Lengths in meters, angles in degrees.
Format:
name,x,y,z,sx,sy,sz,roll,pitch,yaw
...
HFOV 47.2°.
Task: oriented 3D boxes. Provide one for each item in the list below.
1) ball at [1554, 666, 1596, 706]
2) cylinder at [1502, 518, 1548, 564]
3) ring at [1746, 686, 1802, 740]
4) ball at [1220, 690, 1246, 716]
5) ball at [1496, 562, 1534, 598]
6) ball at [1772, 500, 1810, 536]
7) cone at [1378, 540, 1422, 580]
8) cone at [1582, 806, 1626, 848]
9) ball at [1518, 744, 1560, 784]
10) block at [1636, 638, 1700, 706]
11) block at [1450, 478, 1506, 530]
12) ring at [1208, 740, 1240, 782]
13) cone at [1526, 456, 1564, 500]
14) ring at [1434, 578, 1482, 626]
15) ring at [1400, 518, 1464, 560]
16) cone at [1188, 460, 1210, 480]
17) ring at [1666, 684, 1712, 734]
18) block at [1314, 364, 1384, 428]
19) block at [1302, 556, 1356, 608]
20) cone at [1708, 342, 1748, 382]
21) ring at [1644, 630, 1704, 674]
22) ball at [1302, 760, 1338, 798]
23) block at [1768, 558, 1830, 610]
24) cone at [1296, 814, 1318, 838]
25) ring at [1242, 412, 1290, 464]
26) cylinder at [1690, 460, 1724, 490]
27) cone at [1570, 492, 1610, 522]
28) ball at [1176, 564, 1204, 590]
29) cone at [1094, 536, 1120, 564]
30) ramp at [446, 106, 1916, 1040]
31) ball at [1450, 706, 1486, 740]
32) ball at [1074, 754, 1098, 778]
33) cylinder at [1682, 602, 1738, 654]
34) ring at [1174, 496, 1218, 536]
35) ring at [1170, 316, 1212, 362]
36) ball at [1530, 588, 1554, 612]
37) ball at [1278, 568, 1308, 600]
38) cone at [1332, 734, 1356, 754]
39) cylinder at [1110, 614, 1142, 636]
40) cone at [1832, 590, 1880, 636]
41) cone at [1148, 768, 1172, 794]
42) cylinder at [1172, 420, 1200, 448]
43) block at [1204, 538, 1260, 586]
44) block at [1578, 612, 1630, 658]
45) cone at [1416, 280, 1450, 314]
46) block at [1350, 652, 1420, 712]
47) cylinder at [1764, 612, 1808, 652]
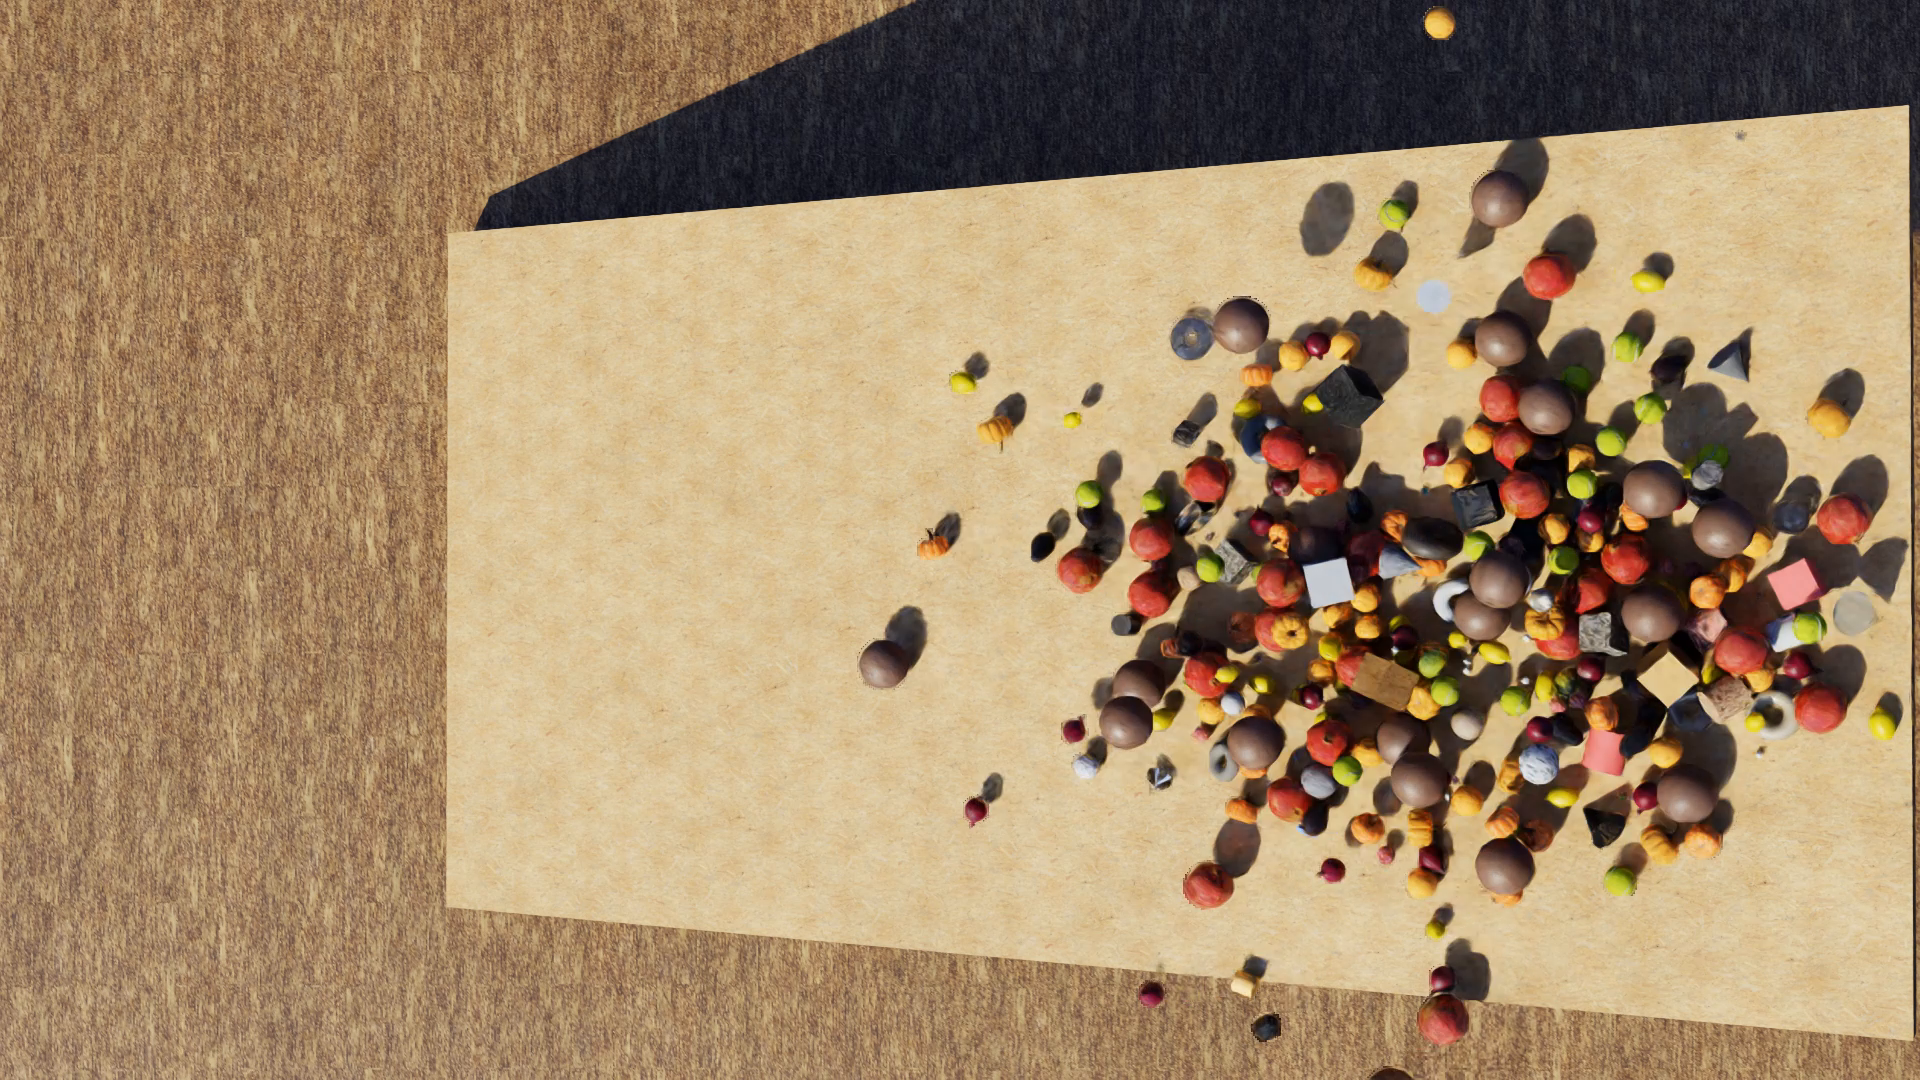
name,x,y,z,sx,sy,sz,roll,pitch,yaw
ball,1.391,0.330,4.978,0.091,0.091,0.091,0,89,0
cylinder,1.294,0.002,5.031,0.080,0.080,0.080,20,109,0
ring,1.780,0.379,4.806,0.120,0.040,0.120,0,90,31
ball,0.660,0.394,5.313,0.060,0.060,0.060,0,89,0
ball,1.273,0.092,5.046,0.082,0.082,0.082,0,89,0
ball,1.806,-0.049,4.775,0.078,0.078,0.078,0,89,0
cone,1.034,0.056,5.102,0.092,0.092,0.092,15,89,35
cone,1.438,0.631,4.978,0.093,0.093,0.093,-16,127,-22
ball,1.267,0.490,4.811,0.088,0.088,0.088,0,89,0
block,1.553,0.290,4.829,0.092,0.092,0.092,42,113,-2
block,1.186,-0.081,5.034,0.087,0.087,0.087,-16,93,28
ring,0.646,0.541,5.374,0.034,0.101,0.101,1,89,-34
cone,1.346,-0.121,4.979,0.098,0.098,0.098,-9,130,-11
ring,1.159,0.144,5.122,0.112,0.037,0.112,6,103,24
ring,1.098,-0.004,5.109,0.148,0.148,0.049,3,121,0
cone,0.589,-0.165,5.413,0.053,0.053,0.053,-2,78,10
ring,1.623,0.375,4.885,0.108,0.036,0.108,-4,83,31
block,0.915,-0.338,5.168,0.097,0.097,0.097,-47,51,31
block,0.859,0.098,5.126,0.099,0.099,0.099,-13,90,8
cone,1.711,-0.377,4.850,0.083,0.083,0.083,44,90,-7
ring,1.590,0.265,4.903,0.131,0.044,0.131,0,91,28
ball,0.853,0.567,5.209,0.088,0.088,0.088,0,89,0
block,1.815,0.096,4.761,0.085,0.085,0.085,-29,76,29
cone,0.845,0.681,5.293,0.054,0.054,0.054,27,71,0
ring,0.743,-0.247,5.345,0.126,0.042,0.126,1,92,27
cylinder,1.625,-0.142,4.786,0.054,0.054,0.054,0,79,-2
cone,1.439,-0.059,4.988,0.078,0.078,0.078,24,89,-2
ball,0.568,0.090,5.418,0.067,0.067,0.067,0,89,0
cone,0.353,0.026,5.526,0.072,0.072,0.072,0,89,27
ramp,0.278,0.079,5.661,4.000,0.100,2.000,0,89,27
ball,1.164,0.419,5.039,0.078,0.078,0.078,0,89,0
ball,0.319,0.570,5.543,0.063,0.063,0.063,0,89,0
cylinder,1.653,0.193,4.847,0.085,0.085,0.085,-34,89,23
ring,0.578,-0.059,5.381,0.126,0.126,0.042,-40,68,0
ring,0.573,-0.498,5.438,0.112,0.037,0.112,0,89,27
ball,1.283,0.132,4.848,0.054,0.054,0.054,0,89,0
ball,0.802,0.105,5.291,0.077,0.077,0.077,0,89,0
cone,0.908,0.489,5.230,0.051,0.051,0.051,-16,89,29
cylinder,0.414,0.212,5.476,0.057,0.057,0.057,-1,87,31
cone,1.926,0.164,4.670,0.097,0.097,0.097,14,89,-31
cone,0.483,0.614,5.476,0.067,0.067,0.067,27,132,0
cylinder,0.555,-0.259,5.401,0.055,0.055,0.055,1,76,-5
block,0.662,0.055,5.358,0.082,0.082,0.082,48,110,23
block,1.438,0.212,4.908,0.079,0.079,0.079,18,71,-39
cone,1.079,-0.554,5.044,0.078,0.078,0.078,0,89,1
block,0.986,0.330,5.105,0.096,0.096,0.096,24,91,-26
cylinder,1.797,0.202,4.781,0.069,0.069,0.069,-24,89,26
